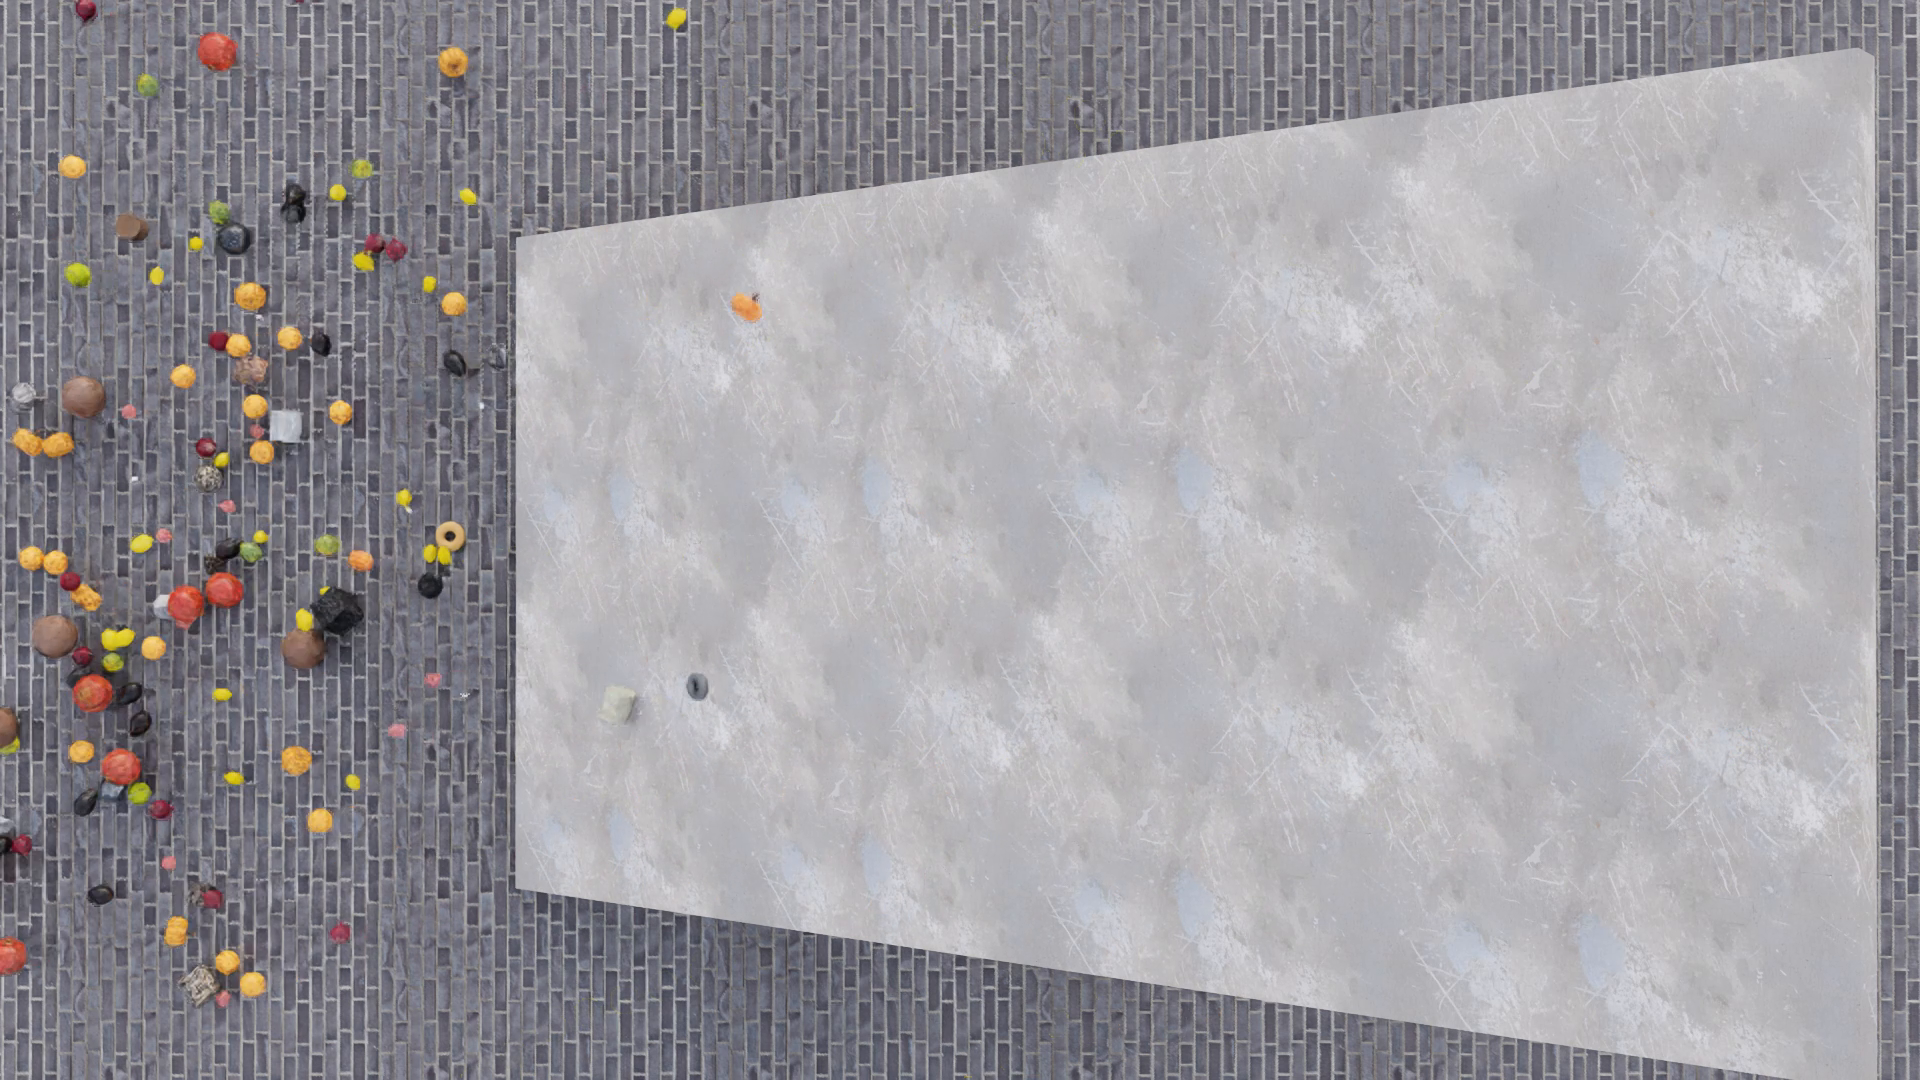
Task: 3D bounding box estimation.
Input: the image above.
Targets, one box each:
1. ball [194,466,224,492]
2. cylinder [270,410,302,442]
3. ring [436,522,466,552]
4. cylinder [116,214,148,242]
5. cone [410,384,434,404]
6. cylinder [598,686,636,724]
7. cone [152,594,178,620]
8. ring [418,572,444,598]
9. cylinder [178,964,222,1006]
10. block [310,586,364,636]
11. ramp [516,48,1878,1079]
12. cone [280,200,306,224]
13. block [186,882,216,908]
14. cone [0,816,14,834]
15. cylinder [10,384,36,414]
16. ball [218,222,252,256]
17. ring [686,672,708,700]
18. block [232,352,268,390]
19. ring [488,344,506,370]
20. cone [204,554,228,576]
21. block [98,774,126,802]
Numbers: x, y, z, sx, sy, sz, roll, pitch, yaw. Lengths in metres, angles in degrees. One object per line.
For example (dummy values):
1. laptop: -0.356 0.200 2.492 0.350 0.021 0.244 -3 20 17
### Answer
1. ball: -2.321 -0.190 6.795 0.084 0.084 0.084 0 90 0
2. cylinder: -2.051 -0.346 6.693 0.090 0.090 0.090 7 94 0
3. ring: -1.581 -0.011 6.821 0.094 0.031 0.094 0 90 1
4. cylinder: -2.561 -0.966 6.804 0.076 0.076 0.076 0 90 0
5. cone: -1.649 -0.458 6.799 0.067 0.067 0.067 15 116 35
6. cylinder: -0.997 0.479 6.392 0.086 0.086 0.086 17 100 0
7. cone: -2.469 0.208 6.796 0.078 0.078 0.078 0 90 0
8. ring: -1.643 0.141 6.822 0.079 0.026 0.079 0 91 -1
9. cylinder: -2.342 1.372 6.778 0.094 0.094 0.094 -38 88 0
10. block: -1.915 0.220 6.764 0.097 0.097 0.097 -41 63 7
11. ramp: 0.212 0.062 5.528 4.000 0.100 2.000 0 90 39
12. cone: -2.075 -1.022 6.803 0.079 0.079 0.079 0 90 0
13. block: -2.348 1.097 6.799 0.060 0.060 0.060 17 90 0
14. cone: -2.974 0.871 6.817 0.057 0.057 0.057 -47 63 0
15. cylinder: -2.891 -0.437 6.783 0.070 0.070 0.070 13 60 -25
16. ball: -2.239 -0.930 6.792 0.099 0.099 0.099 0 90 0
17. ring: -0.744 0.412 6.229 0.078 0.026 0.078 1 91 40
18. block: -2.188 -0.522 6.778 0.071 0.071 0.071 28 46 -33
19. ring: -1.431 -0.564 6.801 0.080 0.027 0.080 2 93 43
20. cone: -2.303 0.070 6.820 0.069 0.069 0.069 -12 90 -27
21. block: -2.612 0.764 6.771 0.056 0.056 0.056 16 108 -8
